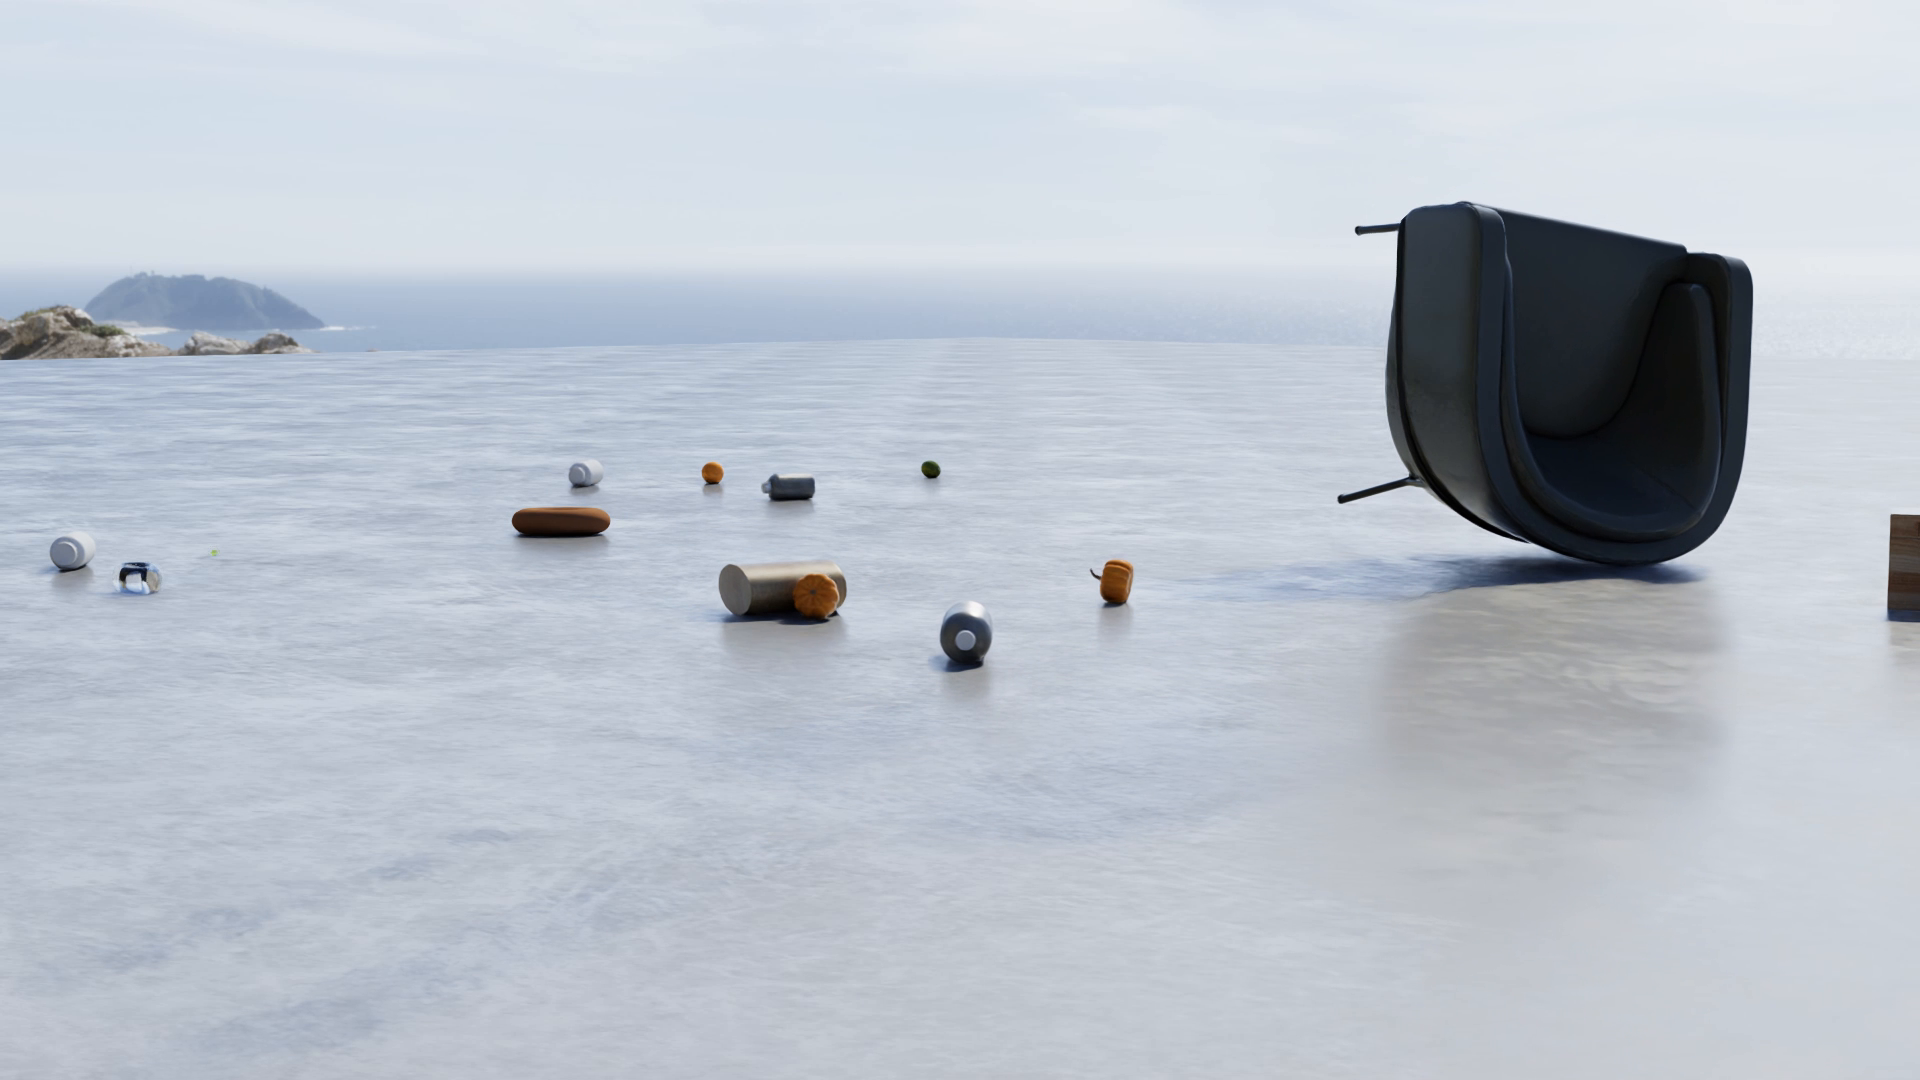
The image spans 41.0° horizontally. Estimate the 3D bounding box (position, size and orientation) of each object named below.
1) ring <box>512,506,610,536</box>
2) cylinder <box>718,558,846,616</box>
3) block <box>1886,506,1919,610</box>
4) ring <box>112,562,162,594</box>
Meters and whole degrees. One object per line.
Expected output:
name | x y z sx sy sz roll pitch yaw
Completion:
ring | -1.022 -0.049 6.572 0.259 0.065 0.172 0 5 10
cylinder | -0.350 0.092 5.045 0.201 0.098 0.170 -3 9 -27
block | 1.940 0.038 5.117 0.161 0.190 0.165 2 6 21
ring | -1.721 0.080 5.366 0.090 0.057 0.138 -7 11 -43
